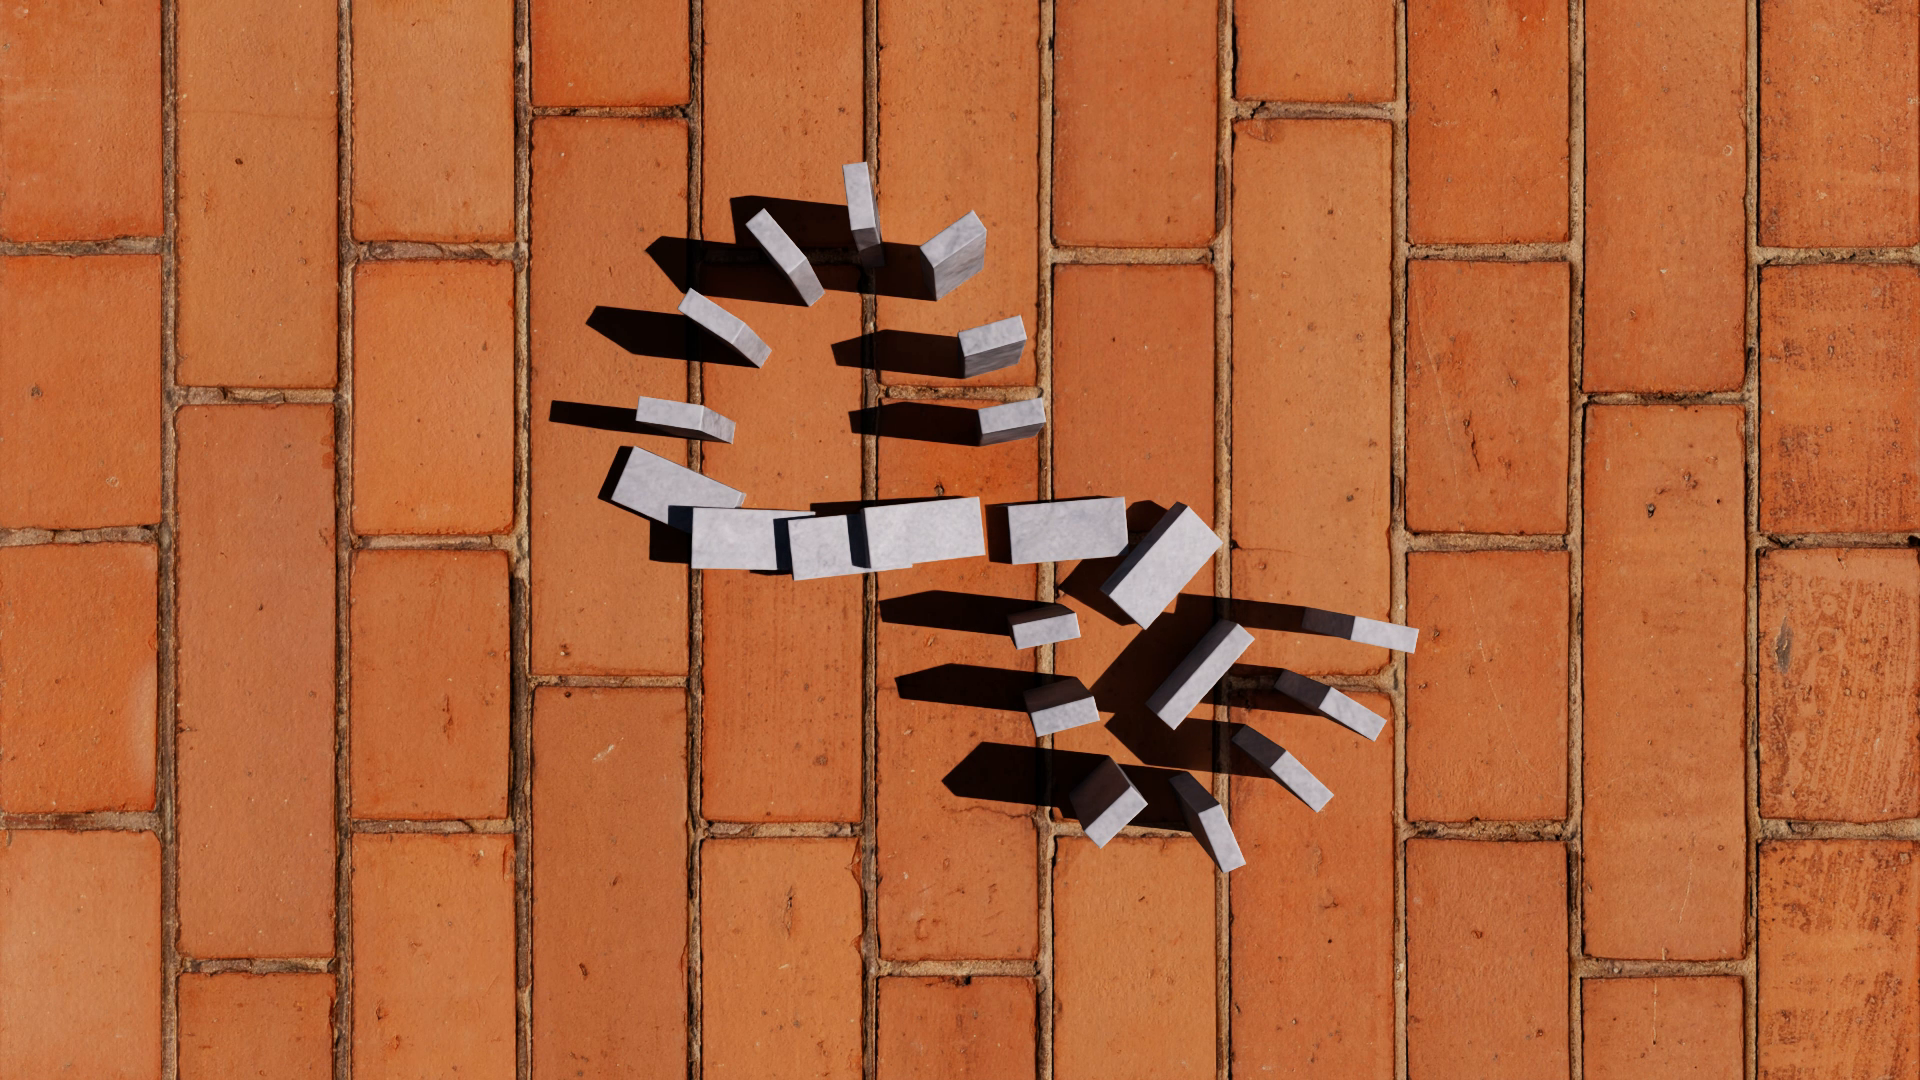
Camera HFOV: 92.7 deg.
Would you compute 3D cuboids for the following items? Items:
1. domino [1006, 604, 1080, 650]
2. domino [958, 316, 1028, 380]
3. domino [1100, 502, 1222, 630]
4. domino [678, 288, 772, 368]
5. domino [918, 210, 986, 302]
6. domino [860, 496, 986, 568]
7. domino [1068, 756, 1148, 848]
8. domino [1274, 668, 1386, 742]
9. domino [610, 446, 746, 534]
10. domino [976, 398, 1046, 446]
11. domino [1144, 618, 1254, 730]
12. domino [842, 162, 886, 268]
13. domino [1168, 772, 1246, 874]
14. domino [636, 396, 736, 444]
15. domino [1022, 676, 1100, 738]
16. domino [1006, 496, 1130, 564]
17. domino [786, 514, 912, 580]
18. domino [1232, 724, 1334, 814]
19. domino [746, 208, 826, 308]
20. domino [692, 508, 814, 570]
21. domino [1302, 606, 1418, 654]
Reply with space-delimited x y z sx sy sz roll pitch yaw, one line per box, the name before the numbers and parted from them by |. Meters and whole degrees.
domino | 0.033 0.035 0.375 0.025 0.050 0.010 -11 90 0
domino | 0.012 -0.078 0.375 0.025 0.050 0.010 -16 90 0
domino | 0.086 0.011 0.391 0.025 0.010 0.050 42 90 -22
domino | -0.095 -0.086 0.375 0.025 0.050 0.010 33 90 0
domino | -0.003 -0.115 0.375 0.025 0.050 0.010 -35 90 0
domino | -0.016 -0.003 0.388 0.050 0.009 0.025 -6 90 -18
domino | 0.059 0.106 0.375 0.025 0.050 0.010 -44 90 0
domino | 0.150 0.067 0.375 0.025 0.050 0.009 31 90 0
domino | -0.121 -0.019 0.395 0.050 0.010 0.025 24 90 0
domino | 0.020 -0.048 0.375 0.025 0.050 0.009 -11 90 0
domino | 0.101 0.056 0.388 0.010 0.025 0.050 42 90 0
domino | -0.039 -0.131 0.375 0.009 0.050 0.025 -8 90 0
domino | 0.100 0.114 0.375 0.009 0.050 0.025 -23 90 0
domino | -0.111 -0.049 0.375 0.025 0.050 0.010 9 90 0
domino | 0.040 0.068 0.375 0.025 0.050 0.010 -15 90 0
domino | 0.046 -0.004 0.395 0.050 0.010 0.025 -5 90 0
domino | -0.047 0.002 0.389 0.050 0.010 0.025 -6 90 -15
domino | 0.131 0.092 0.375 0.025 0.050 0.009 43 90 0
domino | -0.070 -0.114 0.375 0.009 0.050 0.025 -41 90 0
domino | -0.087 0.000 0.388 0.050 0.010 0.025 2 90 -17
domino | 0.162 0.036 0.375 0.025 0.050 0.010 12 90 0
